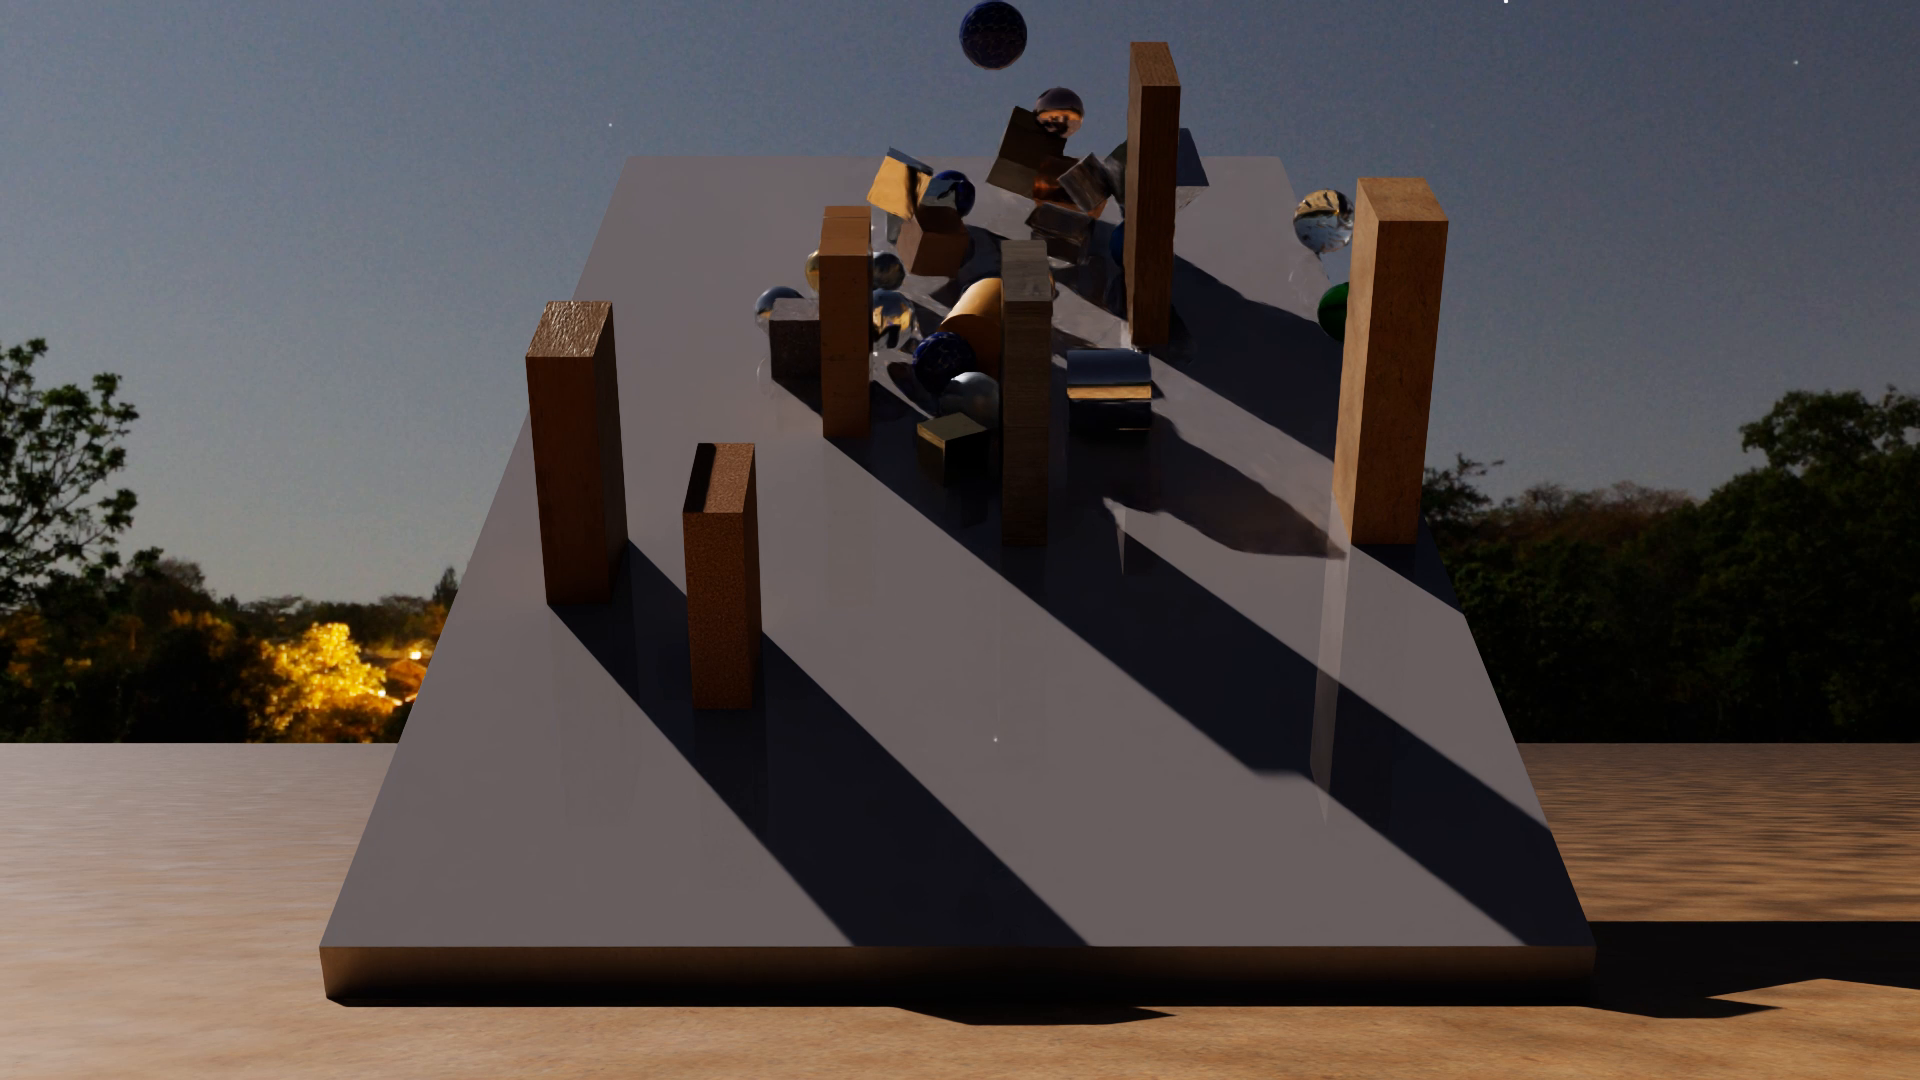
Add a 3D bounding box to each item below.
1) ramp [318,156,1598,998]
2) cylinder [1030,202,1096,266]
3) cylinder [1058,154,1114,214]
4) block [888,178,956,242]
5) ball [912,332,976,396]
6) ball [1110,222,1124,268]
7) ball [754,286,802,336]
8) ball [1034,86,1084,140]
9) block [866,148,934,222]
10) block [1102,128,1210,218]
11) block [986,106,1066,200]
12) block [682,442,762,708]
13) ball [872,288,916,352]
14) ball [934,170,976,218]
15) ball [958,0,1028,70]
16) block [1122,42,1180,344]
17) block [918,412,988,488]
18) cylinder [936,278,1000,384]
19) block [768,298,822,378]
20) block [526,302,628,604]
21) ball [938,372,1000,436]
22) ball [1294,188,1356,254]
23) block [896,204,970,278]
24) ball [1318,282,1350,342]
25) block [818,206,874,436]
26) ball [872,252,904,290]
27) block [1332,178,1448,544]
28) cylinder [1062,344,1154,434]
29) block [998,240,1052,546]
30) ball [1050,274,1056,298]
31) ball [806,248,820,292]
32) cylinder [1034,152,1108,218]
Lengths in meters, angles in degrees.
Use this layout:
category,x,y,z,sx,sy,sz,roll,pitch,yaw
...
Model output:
category,x,y,z,sx,sy,sz,roll,pitch,yaw
ramp,-0.011,-0.227,5.513,2.000,0.100,4.000,0,27,0
cylinder,0.277,-0.827,6.402,0.138,0.138,0.138,19,-1,11
cylinder,0.346,-0.963,6.406,0.118,0.118,0.118,-37,8,6
block,-0.105,-0.914,6.592,0.147,0.147,0.147,10,29,19
ball,-0.036,-0.412,5.547,0.151,0.151,0.151,0,-5,0
ball,0.472,-0.789,6.353,0.144,0.144,0.144,0,-5,0
ball,-0.444,-0.564,5.876,0.132,0.132,0.132,0,-5,0
ball,0.280,-1.207,6.703,0.145,0.145,0.145,0,-5,0
block,-0.156,-0.927,6.176,0.129,0.129,0.129,25,19,-6
block,0.522,-0.978,6.328,0.174,0.174,0.174,-6,-19,-35
block,0.195,-1.110,6.824,0.171,0.171,0.171,20,-20,-6
block,-0.436,0.064,4.388,0.106,0.401,0.294,0,27,0
ball,-0.187,-0.538,5.806,0.156,0.156,0.156,0,-5,0
ball,-0.025,-0.974,6.700,0.140,0.140,0.140,0,-5,0
ball,0.097,-1.477,6.936,0.202,0.202,0.202,0,-5,0
block,0.476,-0.874,5.952,0.093,0.658,0.394,0,27,0
block,-0.016,-0.199,5.225,0.113,0.113,0.113,-16,31,-28
cylinder,0.064,-0.495,5.689,0.201,0.201,0.201,-2,30,23
block,-0.377,-0.490,5.751,0.150,0.150,0.150,0,27,2
block,-0.757,-0.174,4.712,0.127,0.530,0.288,0,27,0
ball,0.030,-0.305,5.386,0.155,0.155,0.155,0,-5,0
ball,1.000,-0.873,6.487,0.175,0.175,0.175,0,-5,0
block,-0.074,-0.796,6.313,0.134,0.134,0.134,1,40,-24
ball,0.967,-0.567,5.915,0.149,0.149,0.149,0,-5,0
block,-0.260,-0.507,5.468,0.107,0.439,0.333,0,27,0
ball,-0.203,-0.696,6.197,0.117,0.117,0.117,0,-5,0
block,0.884,-0.368,4.905,0.137,0.708,0.267,0,27,0
cylinder,0.339,-0.345,5.417,0.186,0.186,0.186,-7,-6,6
block,0.134,-0.310,4.968,0.094,0.545,0.355,0,27,0
ball,0.178,-0.641,6.024,0.130,0.130,0.130,0,-5,0
ball,-0.342,-0.704,6.201,0.126,0.126,0.126,0,-5,0
cylinder,0.312,-0.980,6.586,0.158,0.158,0.158,18,3,24
